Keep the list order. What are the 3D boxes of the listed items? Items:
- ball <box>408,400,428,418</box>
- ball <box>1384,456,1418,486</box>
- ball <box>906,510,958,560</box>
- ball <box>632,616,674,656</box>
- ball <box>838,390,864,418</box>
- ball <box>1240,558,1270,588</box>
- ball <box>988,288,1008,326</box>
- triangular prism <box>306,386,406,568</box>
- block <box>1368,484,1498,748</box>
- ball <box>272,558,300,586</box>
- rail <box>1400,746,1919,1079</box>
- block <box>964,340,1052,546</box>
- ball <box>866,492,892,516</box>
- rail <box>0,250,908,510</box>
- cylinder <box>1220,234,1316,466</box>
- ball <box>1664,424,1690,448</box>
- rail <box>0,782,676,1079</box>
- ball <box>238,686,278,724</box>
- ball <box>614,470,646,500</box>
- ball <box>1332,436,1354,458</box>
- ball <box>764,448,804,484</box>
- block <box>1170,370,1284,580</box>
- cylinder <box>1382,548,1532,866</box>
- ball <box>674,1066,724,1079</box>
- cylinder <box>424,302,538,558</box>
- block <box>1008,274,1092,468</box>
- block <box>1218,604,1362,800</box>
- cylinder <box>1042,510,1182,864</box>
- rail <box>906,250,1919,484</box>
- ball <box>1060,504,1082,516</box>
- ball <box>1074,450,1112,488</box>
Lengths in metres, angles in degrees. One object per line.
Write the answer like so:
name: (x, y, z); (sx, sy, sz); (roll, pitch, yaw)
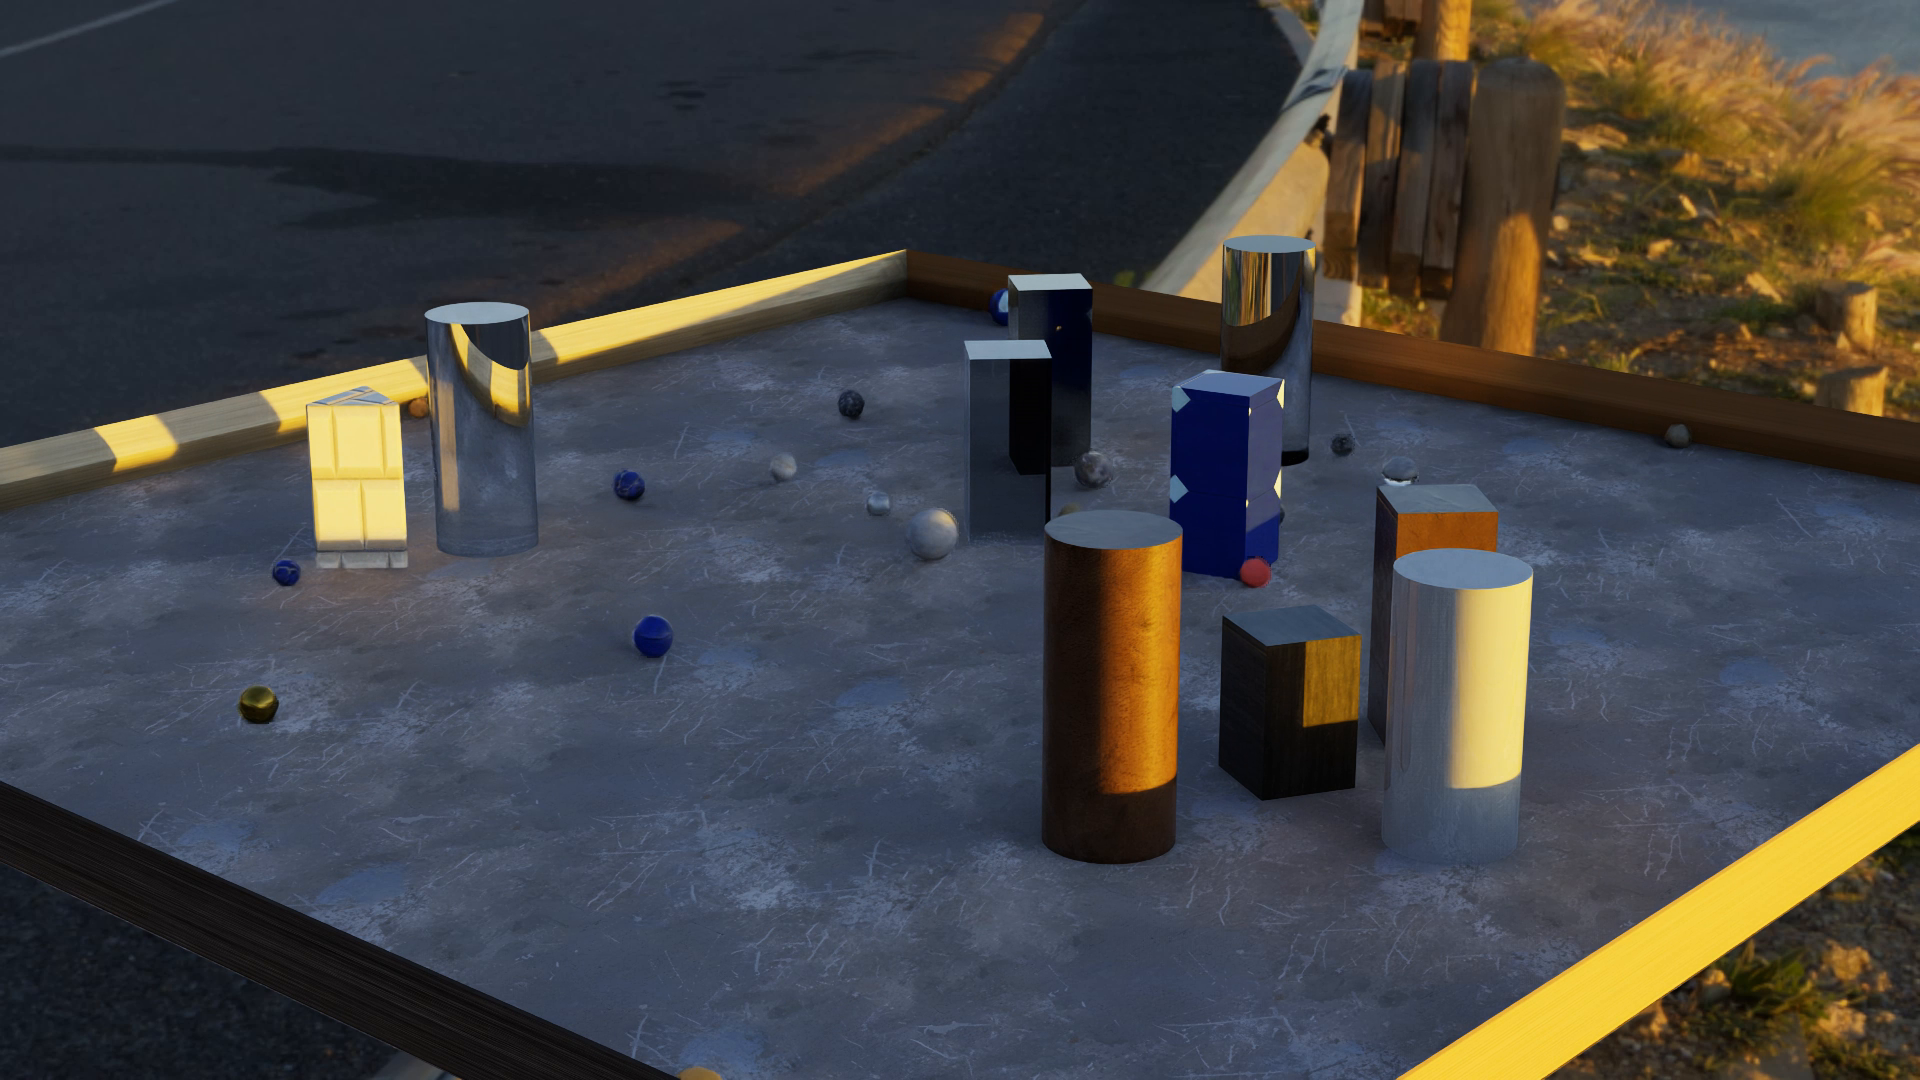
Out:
ball: (-1.161, -0.281, 6.289); (0.042, 0.042, 0.042); (0, 17, 0)
ball: (0.864, -0.131, 5.751); (0.066, 0.066, 0.066); (0, 17, 0)
ball: (-0.050, -0.009, 5.304); (0.092, 0.092, 0.092); (0, 17, 0)
ball: (-0.501, 0.157, 4.797); (0.068, 0.068, 0.068); (0, 17, 0)
ball: (-0.235, -0.292, 6.299); (0.058, 0.058, 0.058); (0, 17, 0)
ball: (0.517, 0.058, 5.152); (0.052, 0.052, 0.052); (0, 17, 0)
ball: (0.116, -0.568, 7.151); (0.093, 0.093, 0.093); (0, 17, 0)
triangular prism: (-1.077, -0.115, 5.293); (0.161, 0.301, 0.140); (0, 17, -2)
block: (0.709, 0.116, 4.410); (0.149, 0.371, 0.149); (-1, 17, -4)
ball: (-1.185, 0.057, 5.159); (0.049, 0.049, 0.049); (0, 17, 0)
rail: (1.277, 0.351, 4.060); (0.045, 0.121, 3.531); (14, 22, 39)
block: (0.087, -0.180, 5.418); (0.149, 0.353, 0.149); (-1, 17, -4)
ball: (-0.154, -0.068, 5.576); (0.047, 0.047, 0.047); (0, 17, 0)
rail: (-1.277, -0.291, 6.182); (0.045, 0.121, 3.531); (14, 22, 39)
cylinder: (0.621, -0.384, 5.943); (0.186, 0.439, 0.186); (0, 17, 0)
ball: (1.482, -0.215, 6.057); (0.051, 0.051, 0.051); (0, 17, 0)
rail: (-1.142, 0.411, 3.862); (3.428, 0.121, 0.045); (14, 22, 39)
ball: (-1.076, 0.252, 4.498); (0.059, 0.059, 0.059); (0, 17, 0)
ball: (-0.641, -0.106, 5.680); (0.061, 0.061, 0.061); (0, 17, 0)
ball: (0.781, -0.191, 5.989); (0.044, 0.044, 0.044); (0, 17, 0)
ball: (-0.350, -0.144, 5.819); (0.081, 0.081, 0.081); (0, 17, 0)
block: (0.475, -0.118, 5.241); (0.149, 0.336, 0.149); (9, 19, 28)
cylinder: (0.678, 0.226, 4.006); (0.186, 0.393, 0.186); (0, 17, 0)
ball: (-0.291, 0.622, 3.245); (0.076, 0.076, 0.076); (0, 17, 0)
cylinder: (-0.871, -0.202, 5.351); (0.186, 0.434, 0.186); (0, 17, 0)
block: (0.180, -0.343, 5.938); (0.149, 0.365, 0.149); (-2, 17, -7)
block: (0.477, 0.234, 4.255); (0.149, 0.234, 0.149); (-6, 18, -19)
cylinder: (0.206, 0.199, 4.002); (0.186, 0.447, 0.186); (0, 17, 0)
rail: (1.142, -0.351, 6.380); (3.428, 0.121, 0.045); (14, 22, 39)
ball: (0.208, -0.049, 5.522); (0.042, 0.042, 0.042); (0, 17, 0)
ball: (0.261, -0.139, 5.765); (0.073, 0.073, 0.073); (0, 17, 0)
